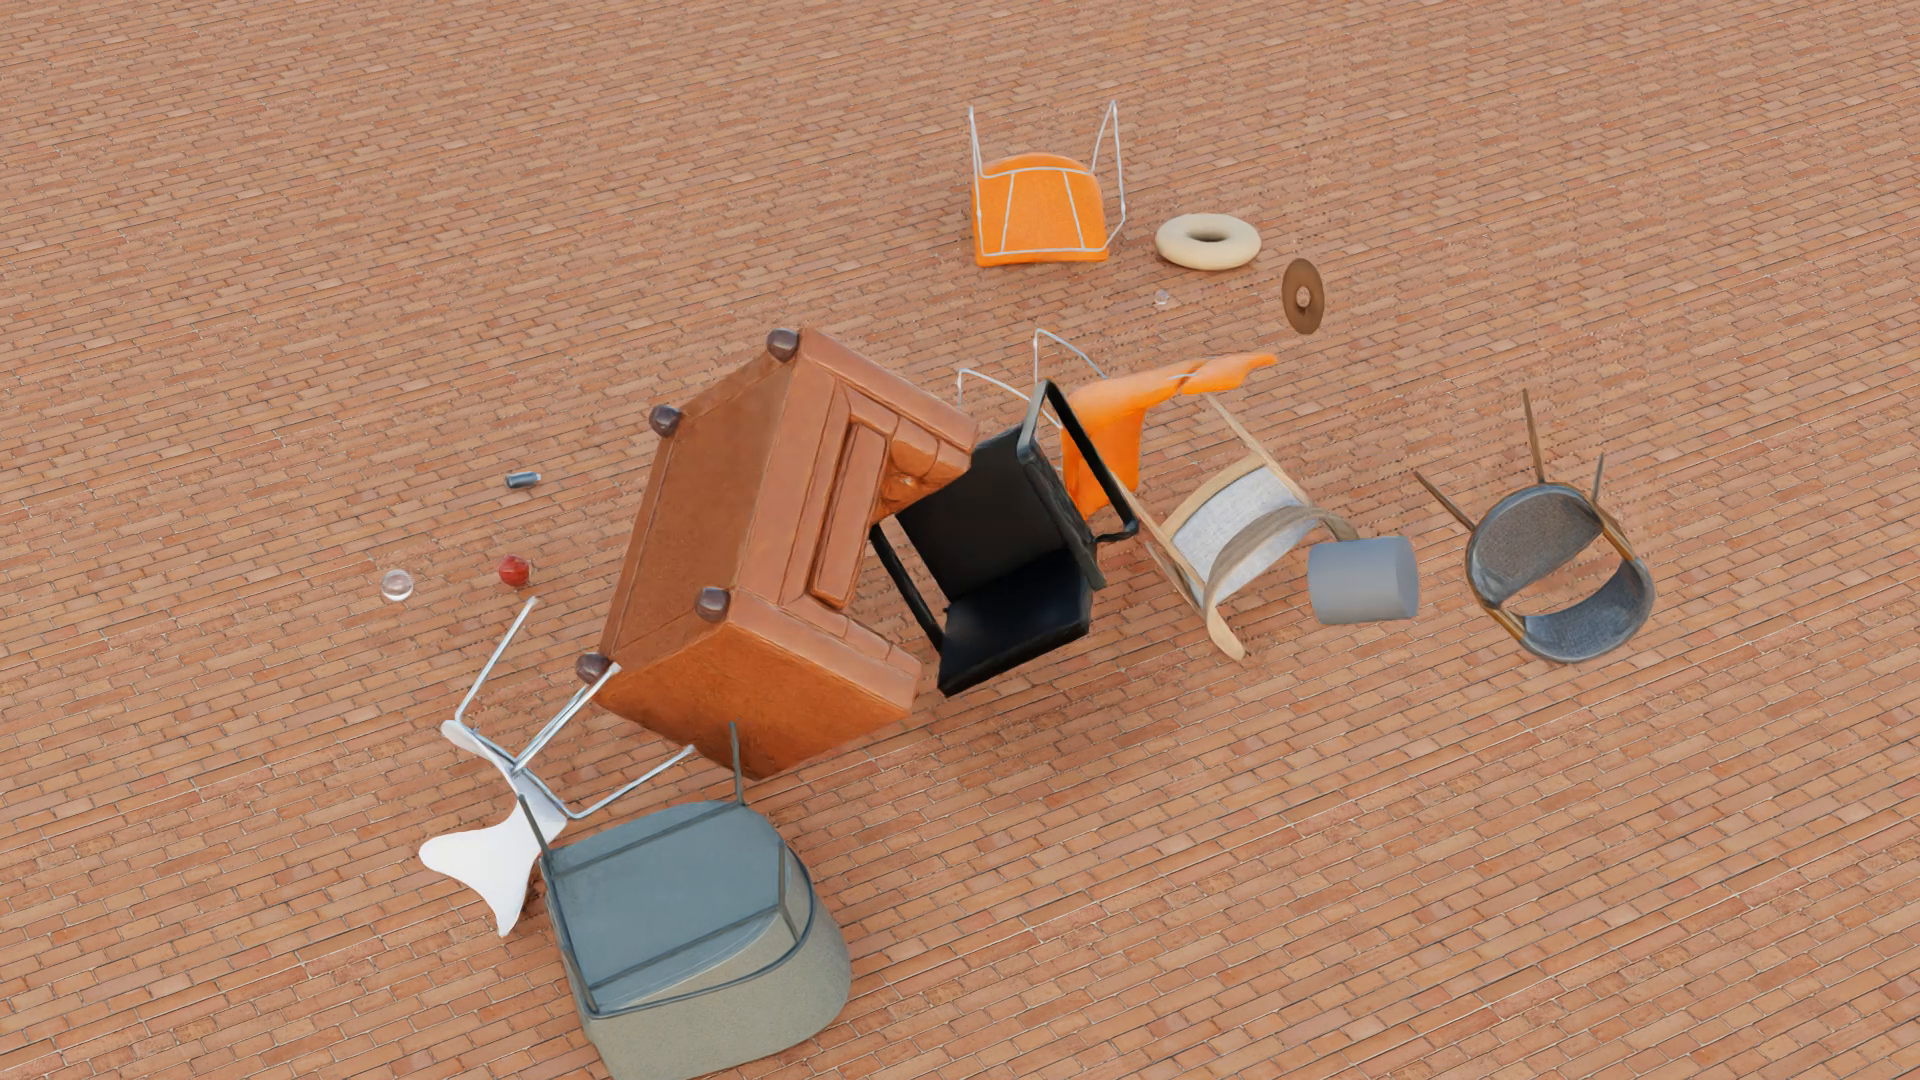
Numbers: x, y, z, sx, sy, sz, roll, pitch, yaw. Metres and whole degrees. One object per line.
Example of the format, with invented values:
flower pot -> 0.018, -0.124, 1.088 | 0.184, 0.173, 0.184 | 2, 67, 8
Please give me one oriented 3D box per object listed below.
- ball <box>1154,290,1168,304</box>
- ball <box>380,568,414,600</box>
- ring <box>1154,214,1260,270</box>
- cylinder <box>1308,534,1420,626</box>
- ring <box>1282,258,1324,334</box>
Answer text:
ball -> 0.854, -1.030, 12.452 | 0.060, 0.060, 0.060 | 0, 33, 0
ball -> -2.034, 0.162, 10.594 | 0.115, 0.115, 0.115 | 0, 33, 0
ring -> 1.083, -1.306, 12.821 | 0.465, 0.119, 0.403 | 0, 34, -2
cylinder -> 1.368, 0.137, 9.938 | 0.309, 0.283, 0.241 | -6, 12, 26
ring -> 1.358, -0.962, 11.597 | 0.166, 0.360, 0.095 | -8, 40, 5
